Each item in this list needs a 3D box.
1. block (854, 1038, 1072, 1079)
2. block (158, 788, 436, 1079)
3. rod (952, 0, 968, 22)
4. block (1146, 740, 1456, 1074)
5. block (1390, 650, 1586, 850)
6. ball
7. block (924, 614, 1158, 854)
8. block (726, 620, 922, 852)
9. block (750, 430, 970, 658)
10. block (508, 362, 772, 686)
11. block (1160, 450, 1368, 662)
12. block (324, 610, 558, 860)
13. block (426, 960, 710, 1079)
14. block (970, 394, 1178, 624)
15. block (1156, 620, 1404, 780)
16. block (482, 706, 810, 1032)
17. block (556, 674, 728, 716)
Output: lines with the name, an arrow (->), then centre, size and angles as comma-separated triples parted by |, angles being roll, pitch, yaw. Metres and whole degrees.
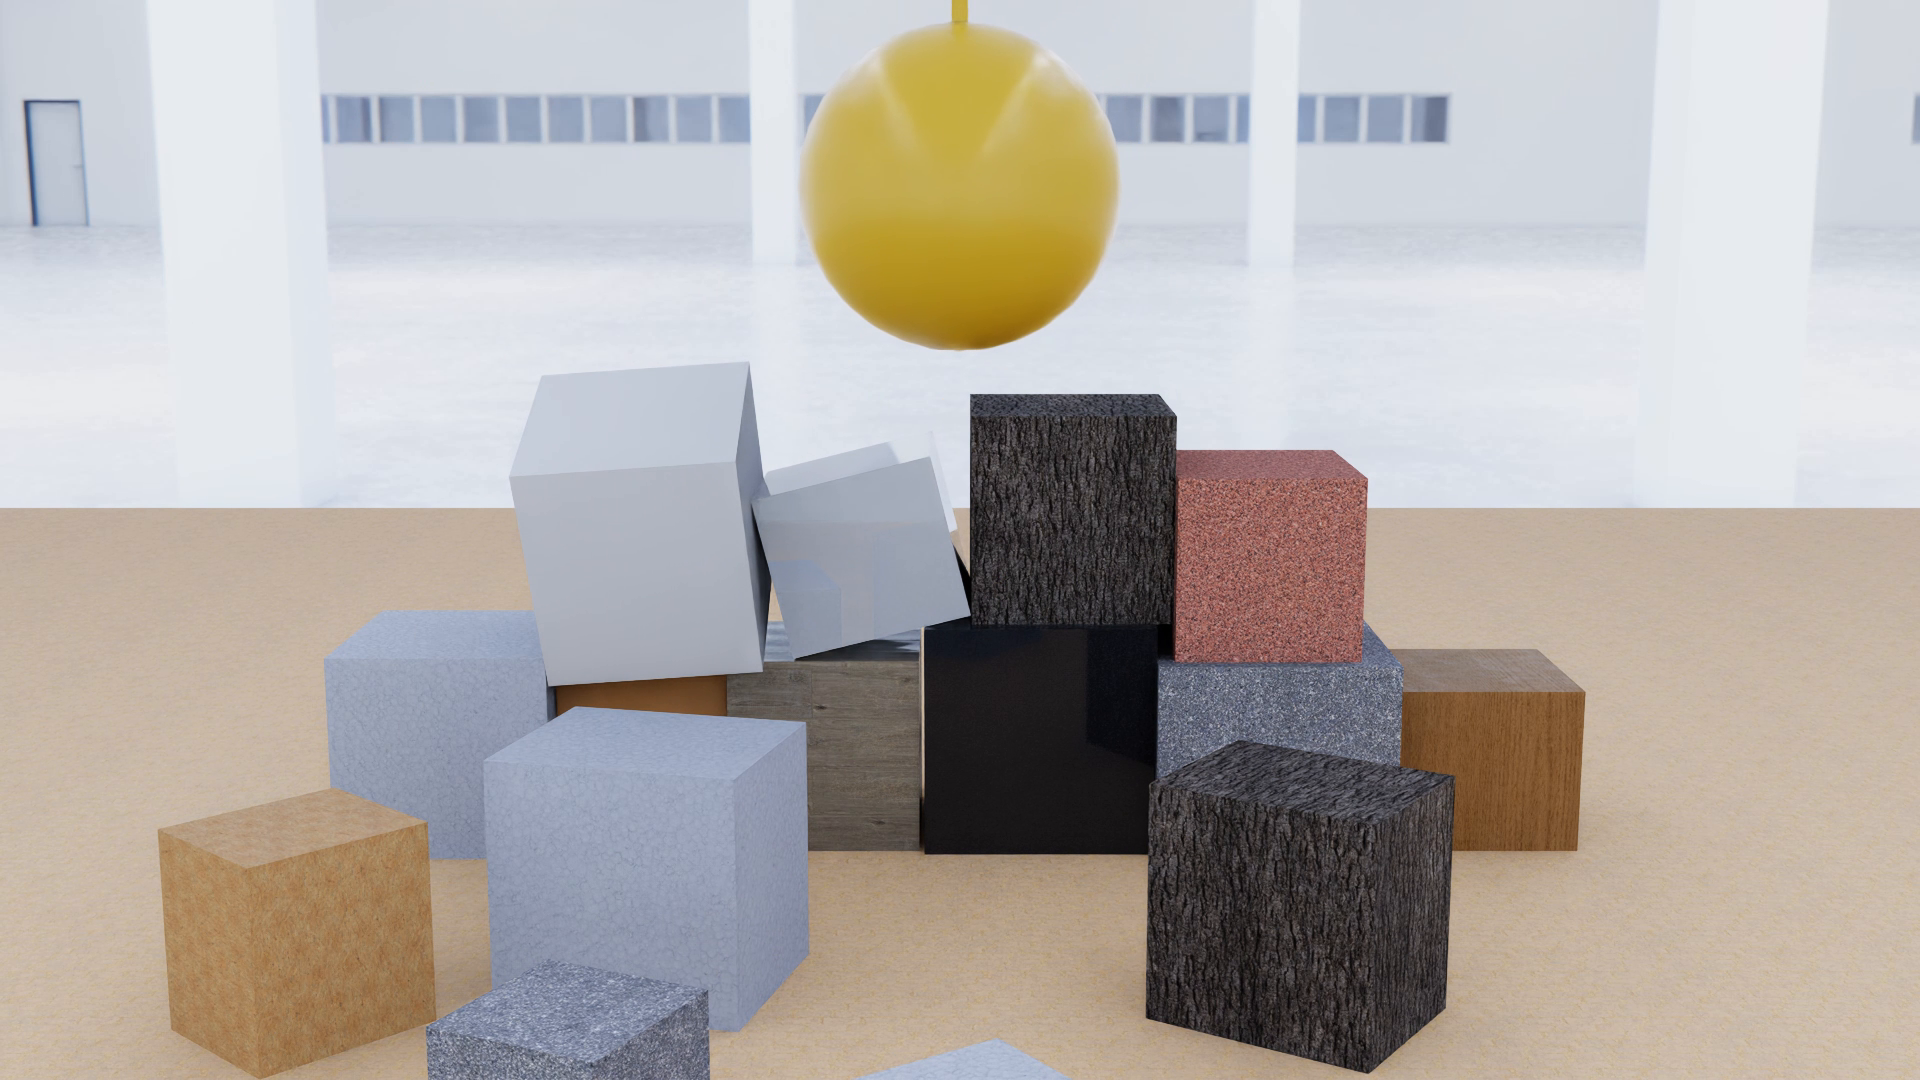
block -> -0.001, 2.025, 6.259 | 0.888, 0.775, 0.853 | -7, 13, -35
block -> -2.635, 1.539, 8.766 | 0.694, 0.835, 0.781 | 10, 14, 43
rod -> 0.000, -5.080, 10.237 | 0.080, 5.200, 0.080 | 0, 10, 0
block -> 1.371, 1.443, 8.871 | 0.970, 0.987, 0.780 | 7, 12, 33
block -> 2.627, 1.070, 11.389 | 0.925, 0.820, 0.929 | 0, 10, 0
ball -> 0.000, -1.730, 10.820 | 1.600, 1.600, 1.600 | 0, 10, 0
block -> 0.395, 0.898, 11.419 | 1.144, 1.148, 1.163 | 0, 10, 0
block -> -0.678, 0.995, 11.371 | 0.948, 0.975, 0.926 | 0, 10, 0
block -> -0.483, 0.004, 11.209 | 0.901, 0.814, 0.949 | -14, 10, 2
block -> -1.535, -0.094, 10.906 | 1.050, 1.165, 1.076 | -4, 30, 1
block -> 1.511, 0.062, 11.189 | 0.915, 0.913, 1.001 | 0, 10, 0
block -> -2.557, 0.978, 11.339 | 1.077, 1.018, 1.115 | 0, 10, 0
block -> -1.300, 1.881, 7.385 | 0.661, 0.656, 0.669 | 5, 11, 25
block -> 0.554, -0.178, 11.240 | 0.998, 1.033, 0.961 | 0, 10, 0
block -> 1.562, 0.997, 11.343 | 1.188, 0.981, 1.160 | 0, 10, 0
block -> -1.289, 1.348, 9.230 | 1.071, 1.045, 0.892 | 3, 11, 14
block -> -1.584, 1.013, 11.378 | 0.847, 0.936, 0.764 | 0, 10, 0
